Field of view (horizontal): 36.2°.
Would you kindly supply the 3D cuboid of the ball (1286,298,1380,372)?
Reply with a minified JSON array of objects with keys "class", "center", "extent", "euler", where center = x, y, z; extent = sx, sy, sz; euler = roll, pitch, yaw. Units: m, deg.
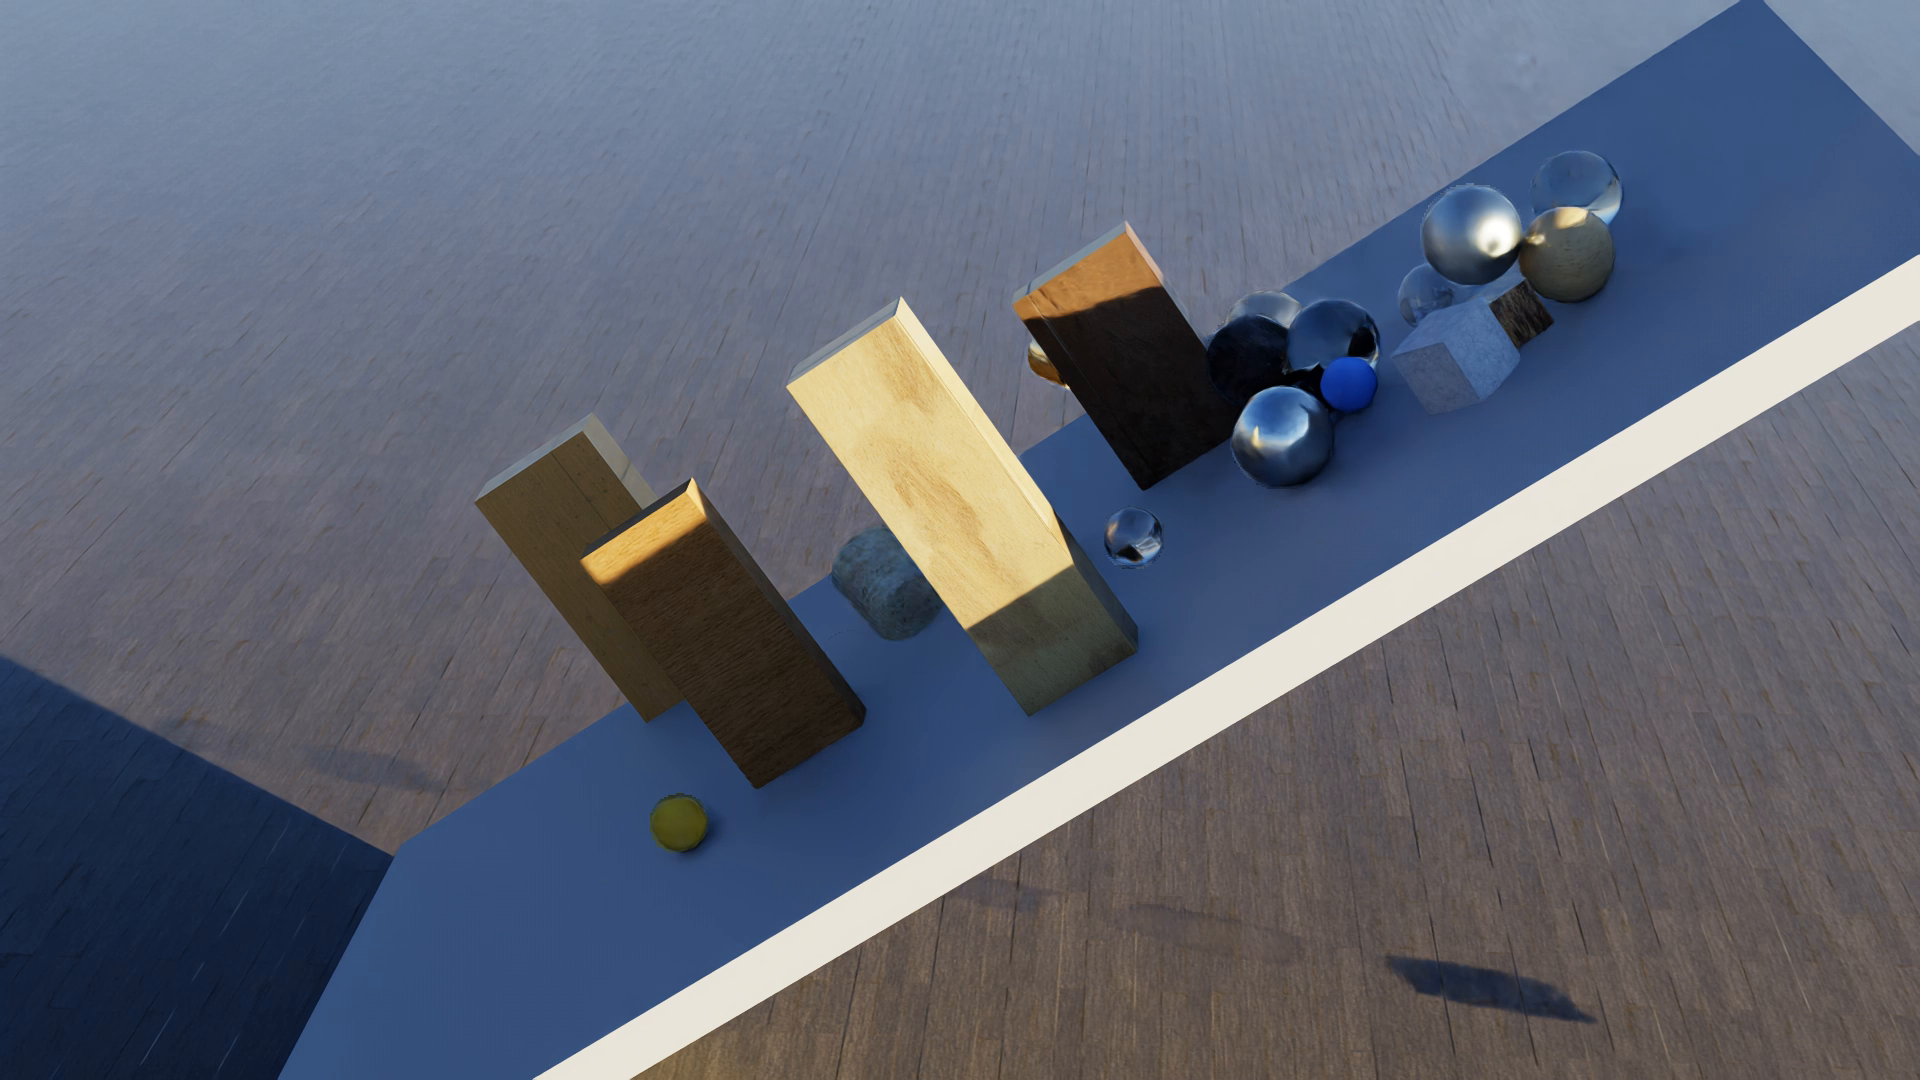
[{"class":"ball","center":[0.769,-0.402,6.067],"extent":[0.195,0.195,0.195],"euler":[0,21,0]}]

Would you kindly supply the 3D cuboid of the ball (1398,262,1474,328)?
[{"class":"ball","center":[0.970,-0.493,5.996],"extent":[0.152,0.152,0.152],"euler":[0,21,0]}]

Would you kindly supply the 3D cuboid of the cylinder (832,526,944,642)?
[{"class":"cylinder","center":[-0.150,0.091,6.188],"extent":[0.175,0.175,0.175],"euler":[-15,46,-34]}]

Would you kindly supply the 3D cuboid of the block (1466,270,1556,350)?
[{"class":"block","center":[1.070,-0.444,5.719],"extent":[0.107,0.107,0.107],"euler":[-35,15,5]}]

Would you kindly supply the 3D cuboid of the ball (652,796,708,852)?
[{"class":"ball","center":[-0.591,0.598,6.203],"extent":[0.117,0.117,0.117],"euler":[0,21,0]}]

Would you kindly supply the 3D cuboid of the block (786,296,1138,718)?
[{"class":"block","center":[0.011,-0.057,5.550],"extent":[0.249,0.797,0.121],"euler":[-32,16,15]}]

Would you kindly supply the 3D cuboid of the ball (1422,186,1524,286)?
[{"class":"ball","center":[0.983,-0.584,5.644],"extent":[0.192,0.192,0.192],"euler":[0,21,0]}]

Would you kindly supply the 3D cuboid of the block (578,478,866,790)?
[{"class":"block","center":[-0.496,0.202,6.199],"extent":[0.280,0.629,0.084],"euler":[-32,16,15]}]

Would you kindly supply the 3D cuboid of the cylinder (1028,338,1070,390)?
[{"class":"cylinder","center":[0.265,-0.453,7.328],"extent":[0.138,0.138,0.138],"euler":[-12,23,-29]}]

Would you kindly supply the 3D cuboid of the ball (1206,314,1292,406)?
[{"class":"ball","center":[0.618,-0.375,6.189],"extent":[0.198,0.198,0.198],"euler":[0,21,0]}]

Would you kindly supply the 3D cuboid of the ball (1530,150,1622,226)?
[{"class":"ball","center":[1.247,-0.698,5.951],"extent":[0.181,0.181,0.181],"euler":[0,21,0]}]

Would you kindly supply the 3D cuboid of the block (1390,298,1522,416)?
[{"class":"block","center":[0.948,-0.349,5.623],"extent":[0.147,0.147,0.147],"euler":[-46,18,-31]}]

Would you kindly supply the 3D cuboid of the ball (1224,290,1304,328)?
[{"class":"ball","center":[0.672,-0.448,6.425],"extent":[0.195,0.195,0.195],"euler":[0,21,0]}]

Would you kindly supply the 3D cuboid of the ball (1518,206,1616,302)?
[{"class":"ball","center":[1.170,-0.550,5.670],"extent":[0.185,0.185,0.185],"euler":[0,21,0]}]

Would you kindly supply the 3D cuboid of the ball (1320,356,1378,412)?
[{"class":"ball","center":[0.785,-0.314,5.935],"extent":[0.115,0.115,0.115],"euler":[0,21,0]}]

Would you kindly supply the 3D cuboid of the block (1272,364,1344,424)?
[{"class":"block","center":[0.695,-0.271,6.002],"extent":[0.114,0.114,0.114],"euler":[-17,24,50]}]

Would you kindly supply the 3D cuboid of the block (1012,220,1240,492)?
[{"class":"block","center":[0.374,-0.392,6.315],"extent":[0.290,0.505,0.092],"euler":[-32,16,15]}]

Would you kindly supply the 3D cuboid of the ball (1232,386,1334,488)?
[{"class":"ball","center":[0.633,-0.203,5.769],"extent":[0.202,0.202,0.202],"euler":[0,21,0]}]

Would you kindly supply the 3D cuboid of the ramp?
[{"class":"ramp","center":[0.137,0.173,6.303],"extent":[4.000,0.100,2.000],"euler":[-32,16,15]}]

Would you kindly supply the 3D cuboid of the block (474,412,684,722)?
[{"class":"block","center":[-0.832,0.071,7.192],"extent":[0.331,0.695,0.140],"euler":[-32,16,15]}]

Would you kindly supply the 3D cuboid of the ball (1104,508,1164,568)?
[{"class":"ball","center":[0.326,-0.005,5.540],"extent":[0.113,0.113,0.113],"euler":[0,21,0]}]
